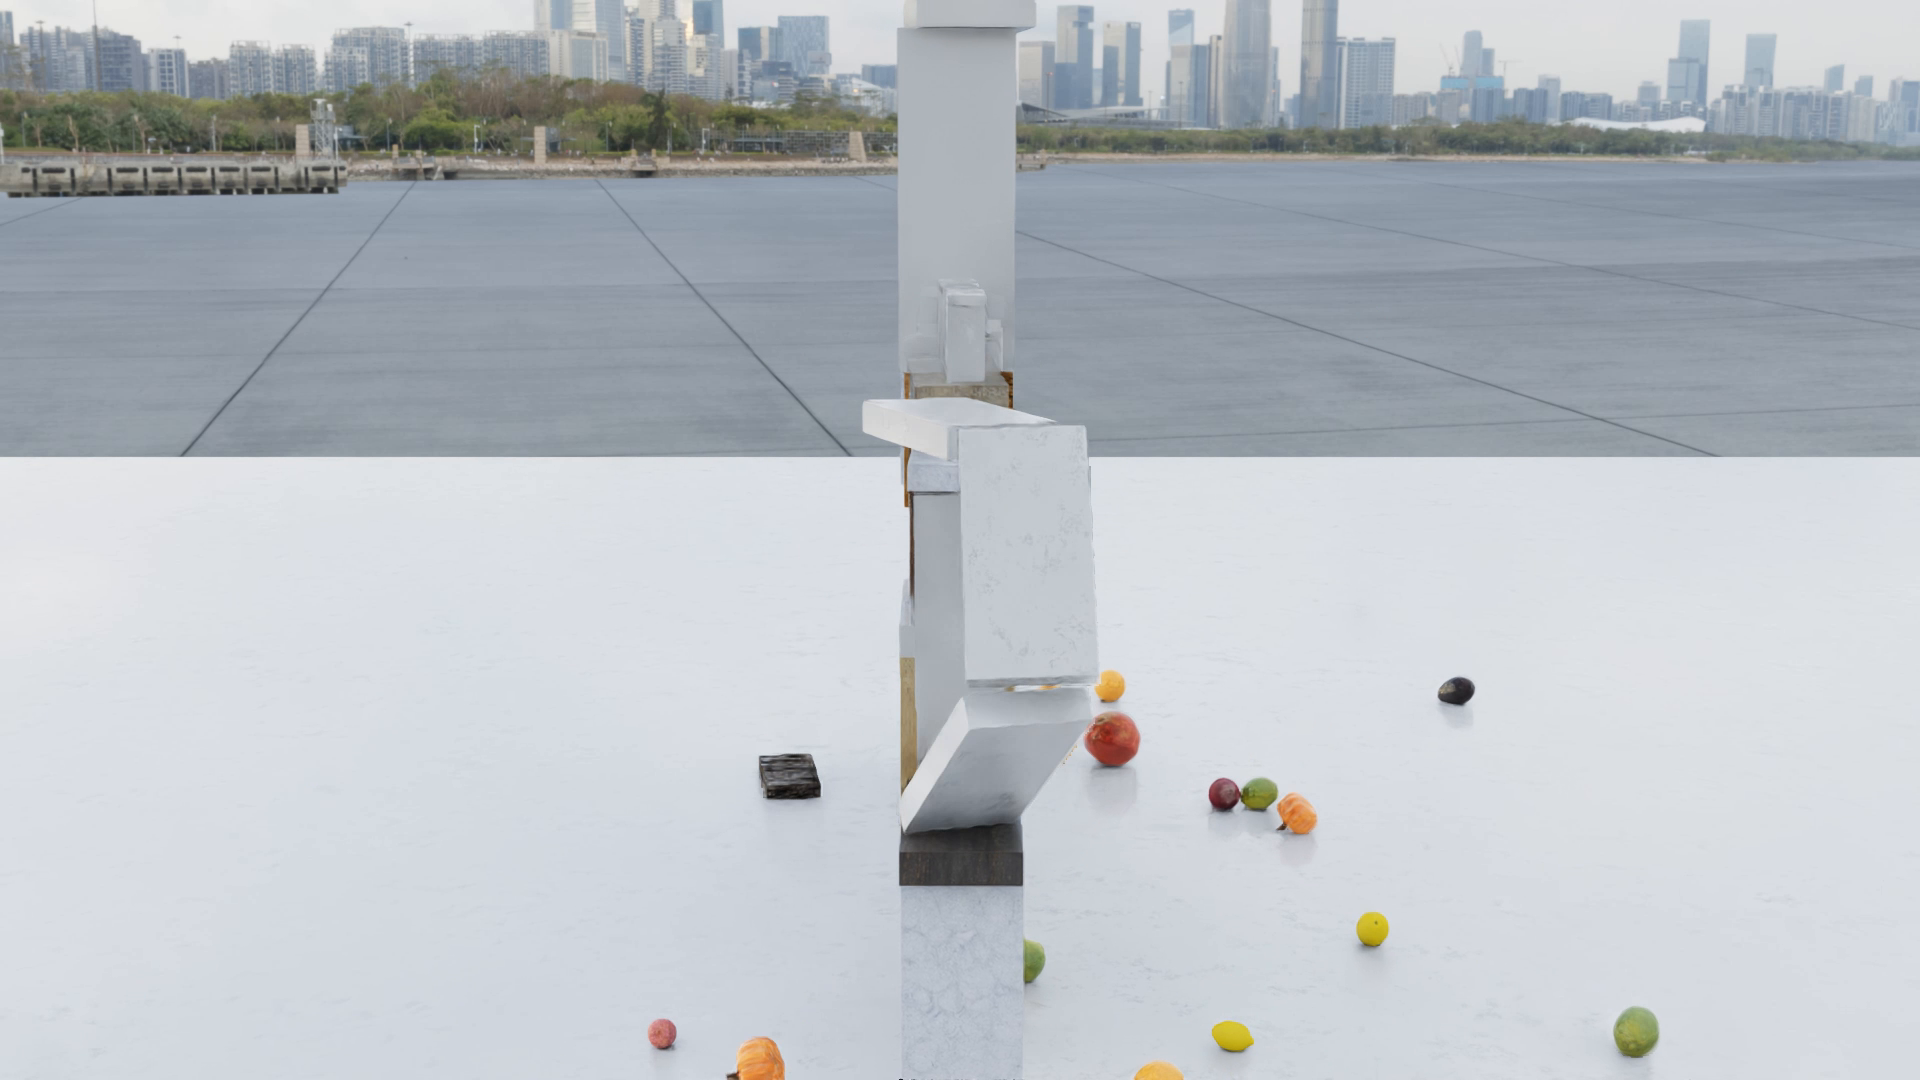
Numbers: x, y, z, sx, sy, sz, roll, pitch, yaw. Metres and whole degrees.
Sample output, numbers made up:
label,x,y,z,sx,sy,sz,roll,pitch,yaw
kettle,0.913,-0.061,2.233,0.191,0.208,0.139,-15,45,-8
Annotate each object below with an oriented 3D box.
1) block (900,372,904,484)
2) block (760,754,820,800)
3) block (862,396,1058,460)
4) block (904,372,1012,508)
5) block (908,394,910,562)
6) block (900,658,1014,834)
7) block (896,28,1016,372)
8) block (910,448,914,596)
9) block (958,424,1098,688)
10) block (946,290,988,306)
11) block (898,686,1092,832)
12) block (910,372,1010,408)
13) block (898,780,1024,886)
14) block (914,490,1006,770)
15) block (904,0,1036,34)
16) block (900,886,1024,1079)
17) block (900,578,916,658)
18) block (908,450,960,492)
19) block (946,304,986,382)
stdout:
label,x,y,z,sx,sy,sz,roll,pitch,yaw
block,-0.016,-0.265,3.702,0.170,0.339,0.048,0,11,-1
block,-0.333,0.460,4.286,0.104,0.029,0.207,-2,11,-9
block,-0.004,-0.149,2.900,0.152,0.043,0.304,-4,11,-22
block,-0.004,-0.223,3.474,0.170,0.339,0.048,0,10,-1
block,-0.011,-0.002,3.410,0.135,0.449,0.038,-1,10,-3
block,-0.004,0.310,3.113,0.160,0.320,0.045,0,10,0
block,-0.006,-0.508,3.303,0.174,0.509,0.049,-1,11,-3
block,-0.006,-0.056,3.211,0.135,0.271,0.038,0,11,0
block,0.079,0.018,2.594,0.152,0.304,0.043,-2,-16,2
block,0.009,-0.354,3.206,0.056,0.016,0.112,0,10,-2
block,0.038,0.275,2.720,0.152,0.043,0.347,-3,-26,-17
block,-0.004,-0.225,3.277,0.135,0.038,0.271,-1,10,-3
block,0.003,0.386,2.923,0.157,0.044,0.313,0,11,1
block,0.001,0.146,2.847,0.117,0.458,0.033,0,24,0
block,0.010,-0.804,3.367,0.174,0.049,0.348,-1,11,-5
block,0.003,0.583,2.845,0.157,0.313,0.044,0,8,0
block,-0.004,0.110,3.185,0.160,0.045,0.320,0,11,0
block,-0.004,-0.096,2.821,0.117,0.033,0.233,1,10,1
block,0.009,-0.285,3.184,0.056,0.112,0.016,-1,14,-4
